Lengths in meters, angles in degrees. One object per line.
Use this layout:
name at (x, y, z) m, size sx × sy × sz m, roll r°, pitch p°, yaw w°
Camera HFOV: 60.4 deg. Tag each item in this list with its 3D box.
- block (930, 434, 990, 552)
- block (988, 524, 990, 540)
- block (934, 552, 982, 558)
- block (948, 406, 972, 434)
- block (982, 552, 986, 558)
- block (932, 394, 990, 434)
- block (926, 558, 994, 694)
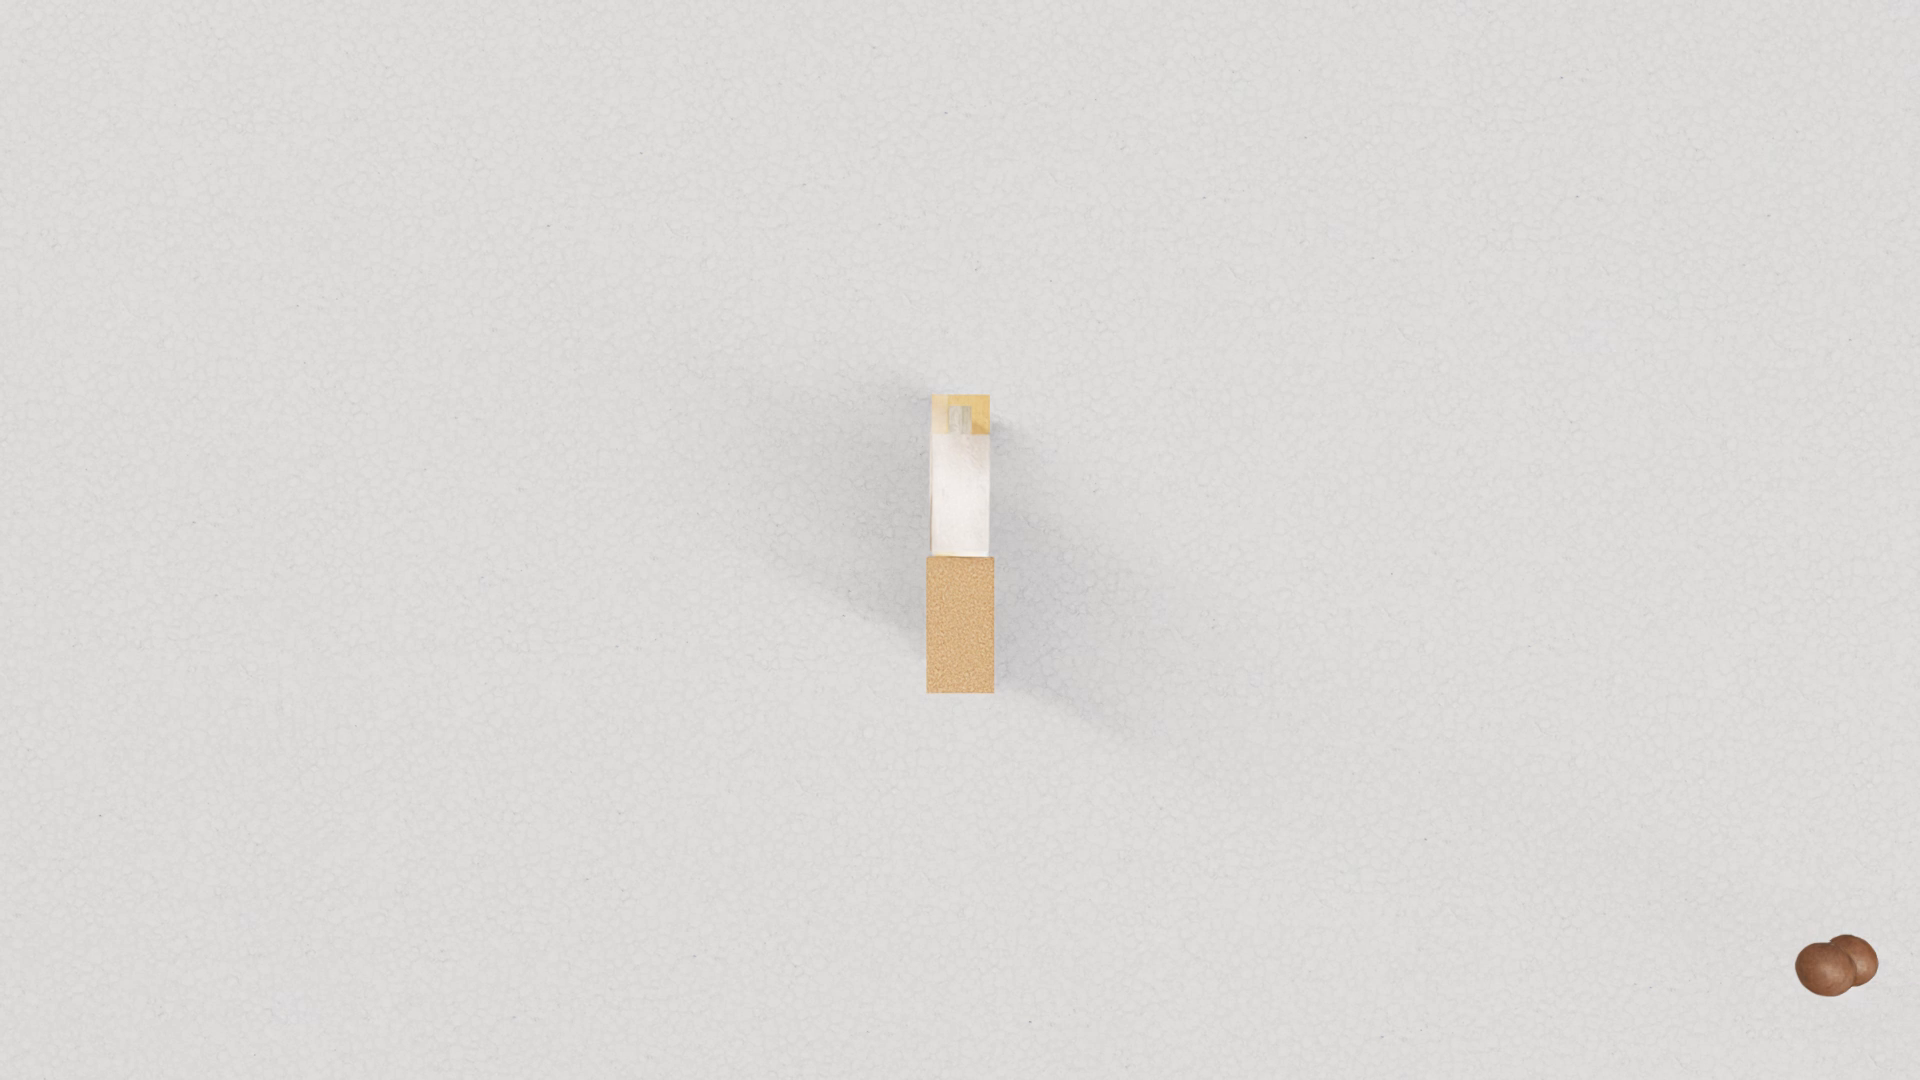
block at (0.000, -0.115, 4.065) m, size 0.144 × 0.041 × 0.287 m, roll 0°, pitch 90°, yaw 0°
block at (0.001, -0.016, 4.229) m, size 0.144 × 0.287 × 0.041 m, roll 1°, pitch 89°, yaw 0°
block at (-0.006, -0.073, 4.390) m, size 0.125 × 0.035 × 0.249 m, roll 0°, pitch 90°, yaw 0°
block at (0.000, -0.319, 4.712) m, size 0.064 × 0.018 × 0.129 m, roll 0°, pitch 90°, yaw 0°
block at (0.001, 0.072, 5.165) m, size 0.157 × 0.044 × 0.313 m, roll 0°, pitch 90°, yaw 0°
block at (0.002, -0.269, 5.115) m, size 0.180 × 0.051 × 0.359 m, roll 0°, pitch 90°, yaw 0°
block at (0.001, 0.213, 4.136) m, size 0.170 × 0.048 × 0.340 m, roll 0°, pitch 90°, yaw 0°
